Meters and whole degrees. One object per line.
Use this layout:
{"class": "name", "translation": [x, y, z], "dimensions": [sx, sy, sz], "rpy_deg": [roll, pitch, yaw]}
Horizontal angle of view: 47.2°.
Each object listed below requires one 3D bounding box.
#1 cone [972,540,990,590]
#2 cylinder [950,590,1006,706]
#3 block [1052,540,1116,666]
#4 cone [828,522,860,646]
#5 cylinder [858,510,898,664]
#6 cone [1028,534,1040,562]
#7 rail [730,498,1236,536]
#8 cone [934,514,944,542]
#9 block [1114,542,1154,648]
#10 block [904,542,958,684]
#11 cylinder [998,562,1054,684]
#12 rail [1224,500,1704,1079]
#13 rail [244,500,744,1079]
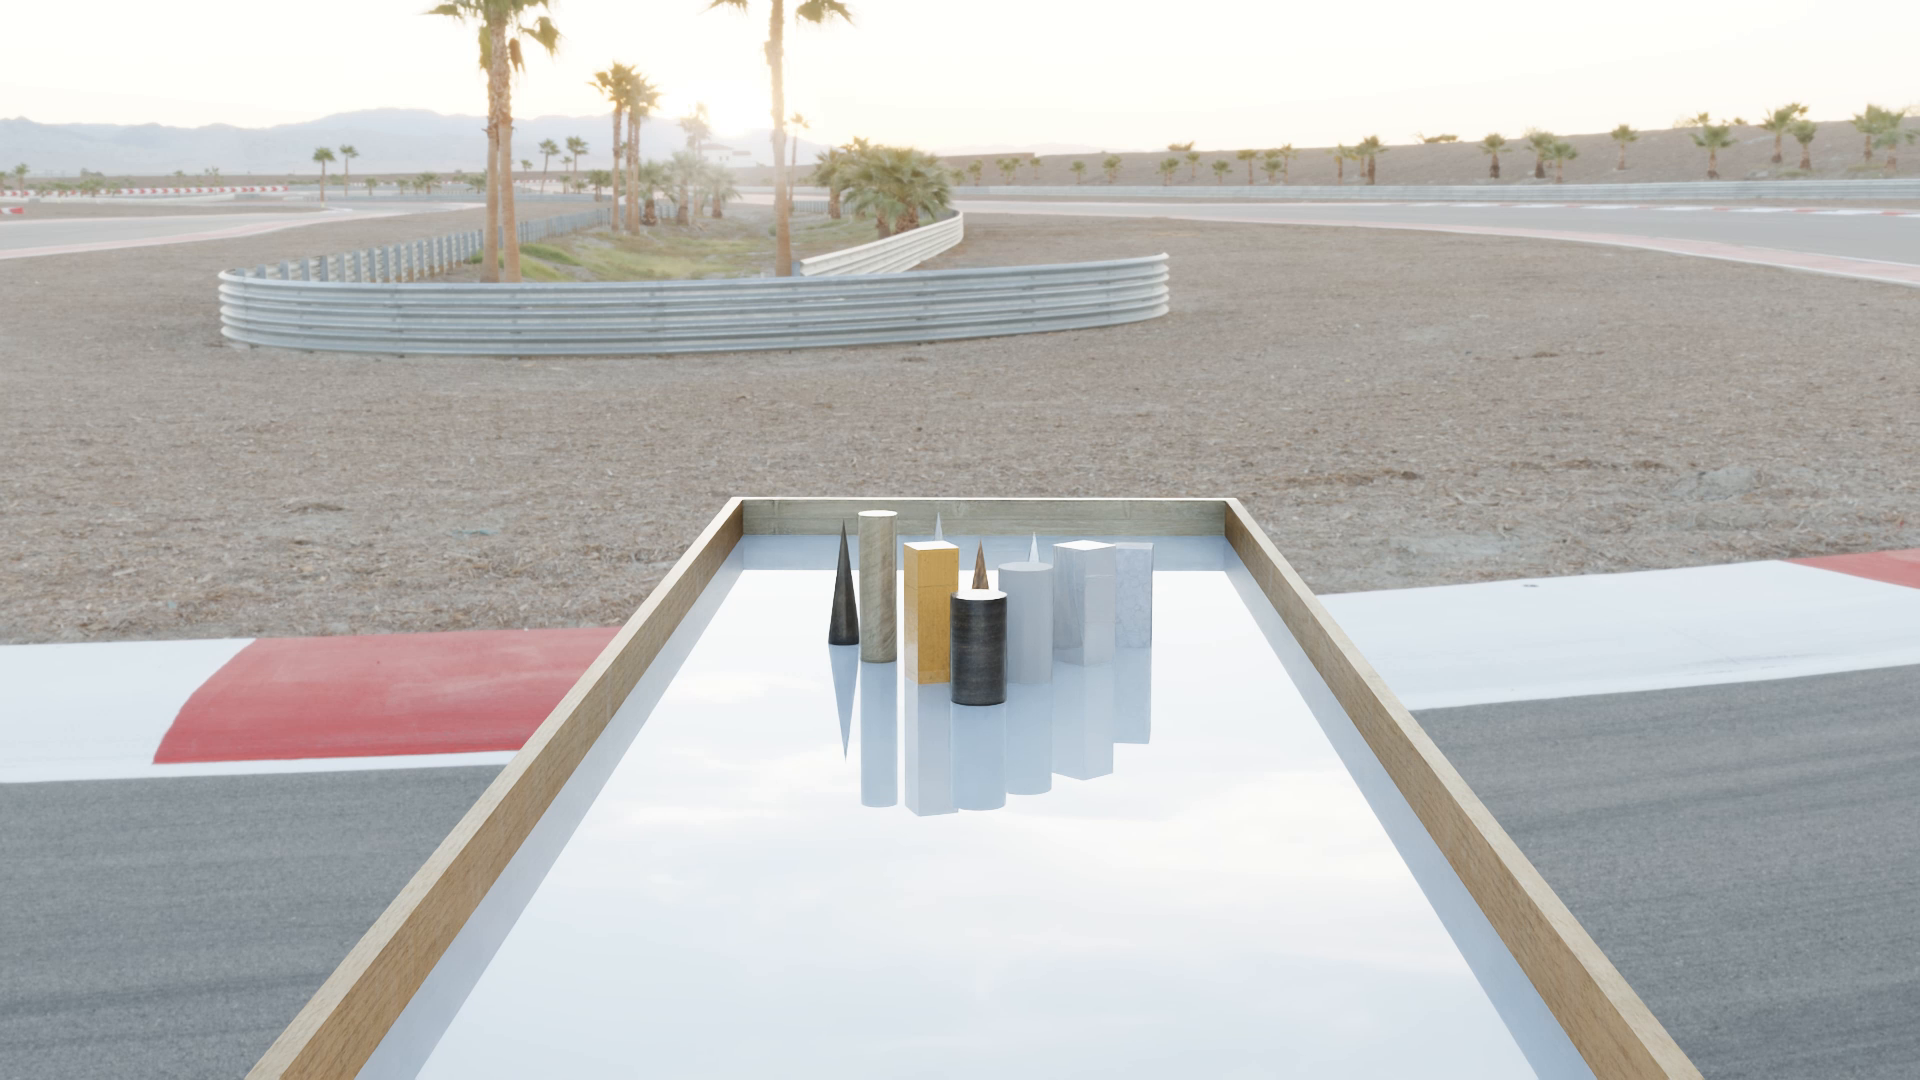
{"class": "cone", "translation": [0.061, 0.179, 6.655], "dimensions": [0.133, 0.383, 0.133], "rpy_deg": [0, 9, 0]}
{"class": "cylinder", "translation": [0.052, 0.300, 6.154], "dimensions": [0.159, 0.300, 0.159], "rpy_deg": [0, 9, 0]}
{"class": "block", "translation": [0.377, 0.191, 6.675], "dimensions": [0.134, 0.354, 0.134], "rpy_deg": [-8, 12, -42]}
{"class": "cone", "translation": [-0.365, 0.126, 6.935], "dimensions": [0.109, 0.400, 0.109], "rpy_deg": [0, 9, 0]}
{"class": "cylinder", "translation": [-0.248, 0.142, 6.674], "dimensions": [0.117, 0.450, 0.117], "rpy_deg": [0, 9, 0]}
{"class": "cone", "translation": [0.233, 0.149, 6.924], "dimensions": [0.145, 0.359, 0.145], "rpy_deg": [0, 9, 0]}
{"class": "rail", "translation": [0.099, -0.098, 9.147], "dimensions": [2.100, 0.150, 0.050], "rpy_deg": [0, 9, 1]}
{"class": "cone", "translation": [-0.068, 0.116, 6.939], "dimensions": [0.141, 0.418, 0.141], "rpy_deg": [0, 9, 0]}
{"class": "block", "translation": [0.543, 0.172, 6.930], "dimensions": [0.122, 0.312, 0.122], "rpy_deg": [1, 9, 8]}
{"class": "block", "translation": [-0.084, 0.211, 6.415], "dimensions": [0.126, 0.396, 0.126], "rpy_deg": [-3, 10, -20]}
{"class": "cylinder", "translation": [0.191, 0.241, 6.427], "dimensions": [0.161, 0.332, 0.161], "rpy_deg": [0, 9, 0]}
{"class": "rail", "translation": [1.046, 0.843, 3.208], "dimensions": [0.050, 0.150, 12.000], "rpy_deg": [0, 9, 1]}
{"class": "rail", "translation": [-1.004, 0.839, 3.234], "dimensions": [0.050, 0.150, 12.000], "rpy_deg": [0, 9, 1]}
